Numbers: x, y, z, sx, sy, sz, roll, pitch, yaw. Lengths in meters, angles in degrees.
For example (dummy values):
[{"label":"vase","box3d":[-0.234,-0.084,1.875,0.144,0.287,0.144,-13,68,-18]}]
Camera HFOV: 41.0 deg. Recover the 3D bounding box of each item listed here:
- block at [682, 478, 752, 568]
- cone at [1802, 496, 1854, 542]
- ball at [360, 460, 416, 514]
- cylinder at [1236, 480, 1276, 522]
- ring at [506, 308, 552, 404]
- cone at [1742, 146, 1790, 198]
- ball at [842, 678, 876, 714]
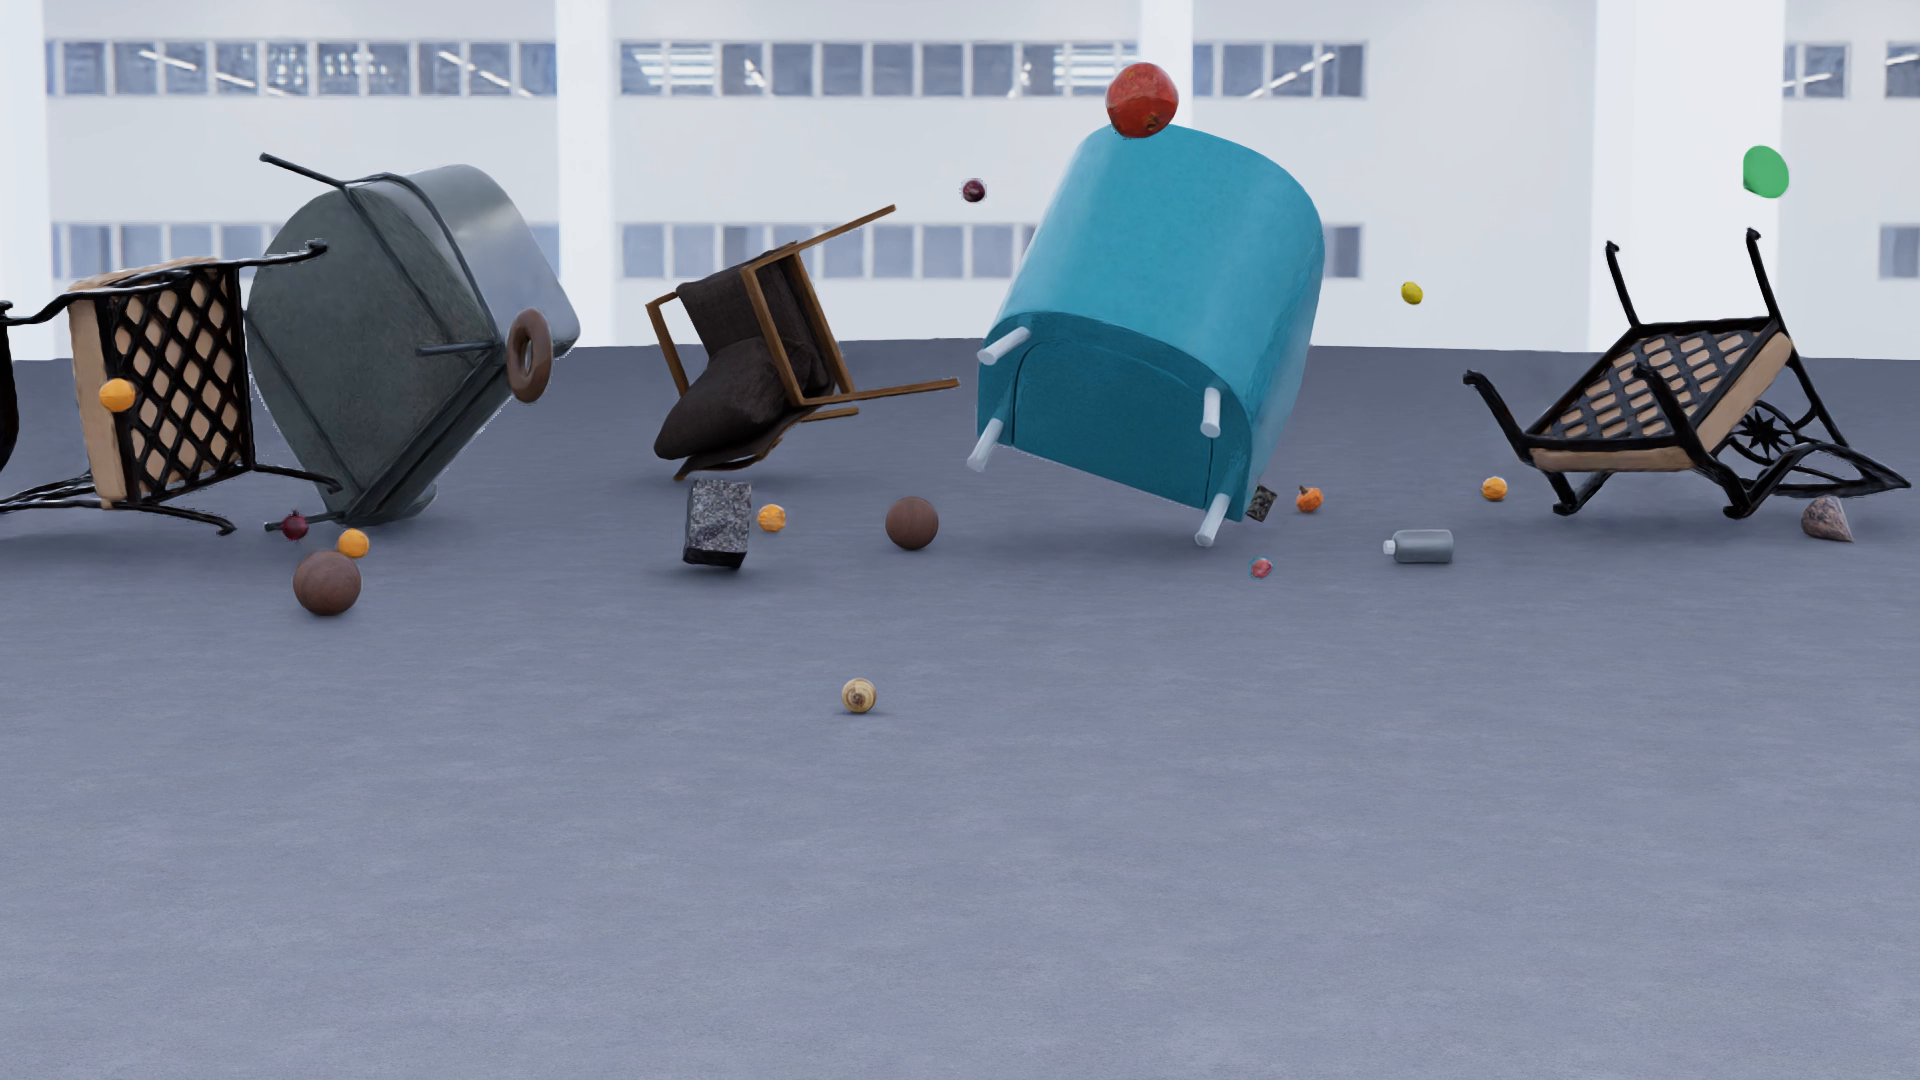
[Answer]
[{"label":"block","box3d":[-0.539,-0.036,5.689,0.126,0.153,0.233,5,-9,-9]},{"label":"cone","box3d":[2.192,-0.027,6.406,0.105,0.118,0.158,24,18,-23]},{"label":"ball","box3d":[-1.588,-0.148,7.117,0.150,0.150,0.150,0,6,0]},{"label":"cylinder","box3d":[0.773,-0.100,6.696,0.074,0.081,0.099,29,0,35]},{"label":"ring","box3d":[-0.992,-0.425,5.910,0.122,0.222,0.053,7,5,33]},{"label":"cone","box3d":[2.150,-0.975,6.950,0.113,0.151,0.268,-28,-3,3]},{"label":"ball","box3d":[-0.152,0.235,3.873,0.053,0.053,0.053,0,6,0]}]
